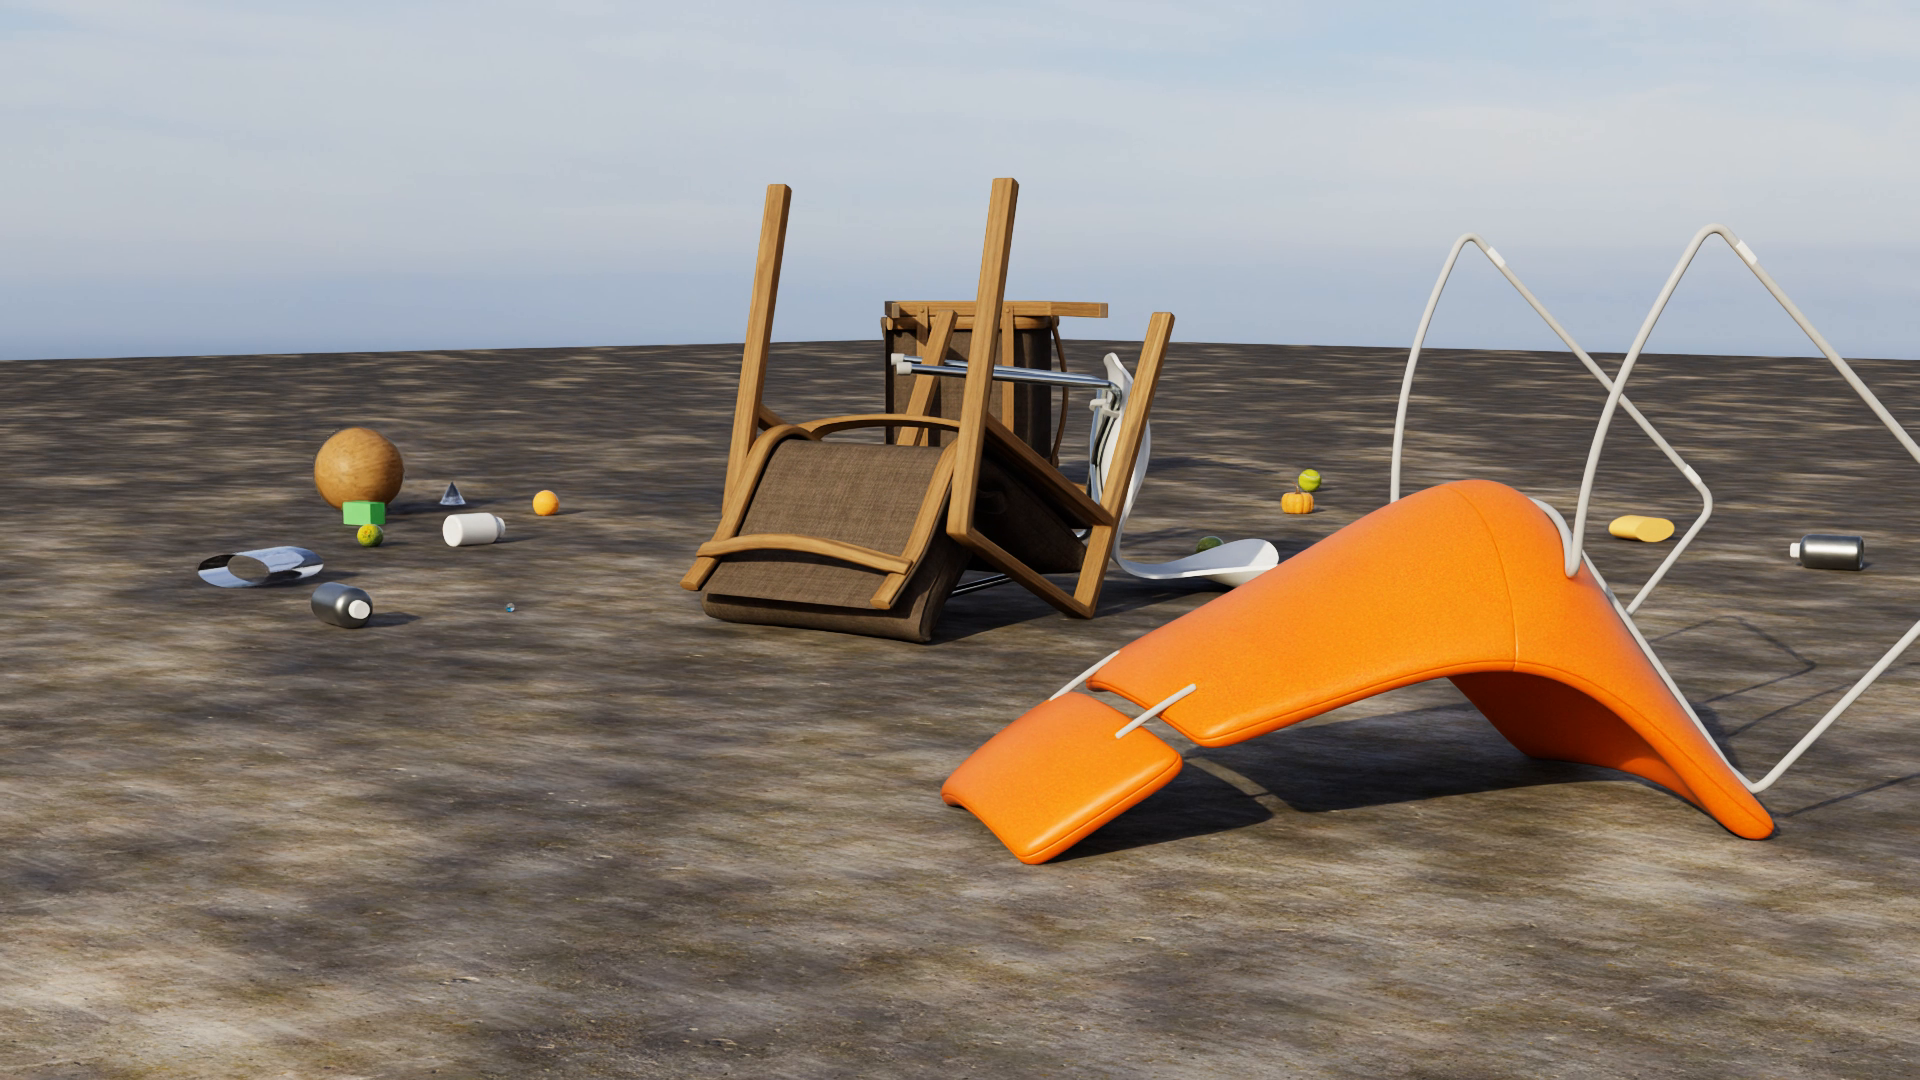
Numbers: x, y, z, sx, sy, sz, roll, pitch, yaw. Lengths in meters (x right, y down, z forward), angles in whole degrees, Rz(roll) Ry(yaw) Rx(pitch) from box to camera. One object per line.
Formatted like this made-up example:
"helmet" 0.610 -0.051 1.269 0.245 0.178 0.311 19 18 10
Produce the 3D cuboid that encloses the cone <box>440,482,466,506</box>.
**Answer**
"cone" -1.471 -0.139 7.431 0.073 0.067 0.096 -3 7 -26

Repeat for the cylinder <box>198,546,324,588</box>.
"cylinder" -1.498 0.058 5.500 0.192 0.072 0.176 0 5 25

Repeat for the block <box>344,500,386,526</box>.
"block" -1.584 -0.071 6.824 0.097 0.058 0.055 4 7 32

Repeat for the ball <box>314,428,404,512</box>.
"ball" -1.658 -0.190 7.078 0.242 0.242 0.242 0 6 0

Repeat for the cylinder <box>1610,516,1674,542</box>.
"cylinder" 1.703 -0.029 6.408 0.130 0.058 0.092 -4 7 -29

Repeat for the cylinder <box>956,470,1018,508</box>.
"cylinder" 0.079 -0.148 7.384 0.138 0.088 0.163 18 0 -18
